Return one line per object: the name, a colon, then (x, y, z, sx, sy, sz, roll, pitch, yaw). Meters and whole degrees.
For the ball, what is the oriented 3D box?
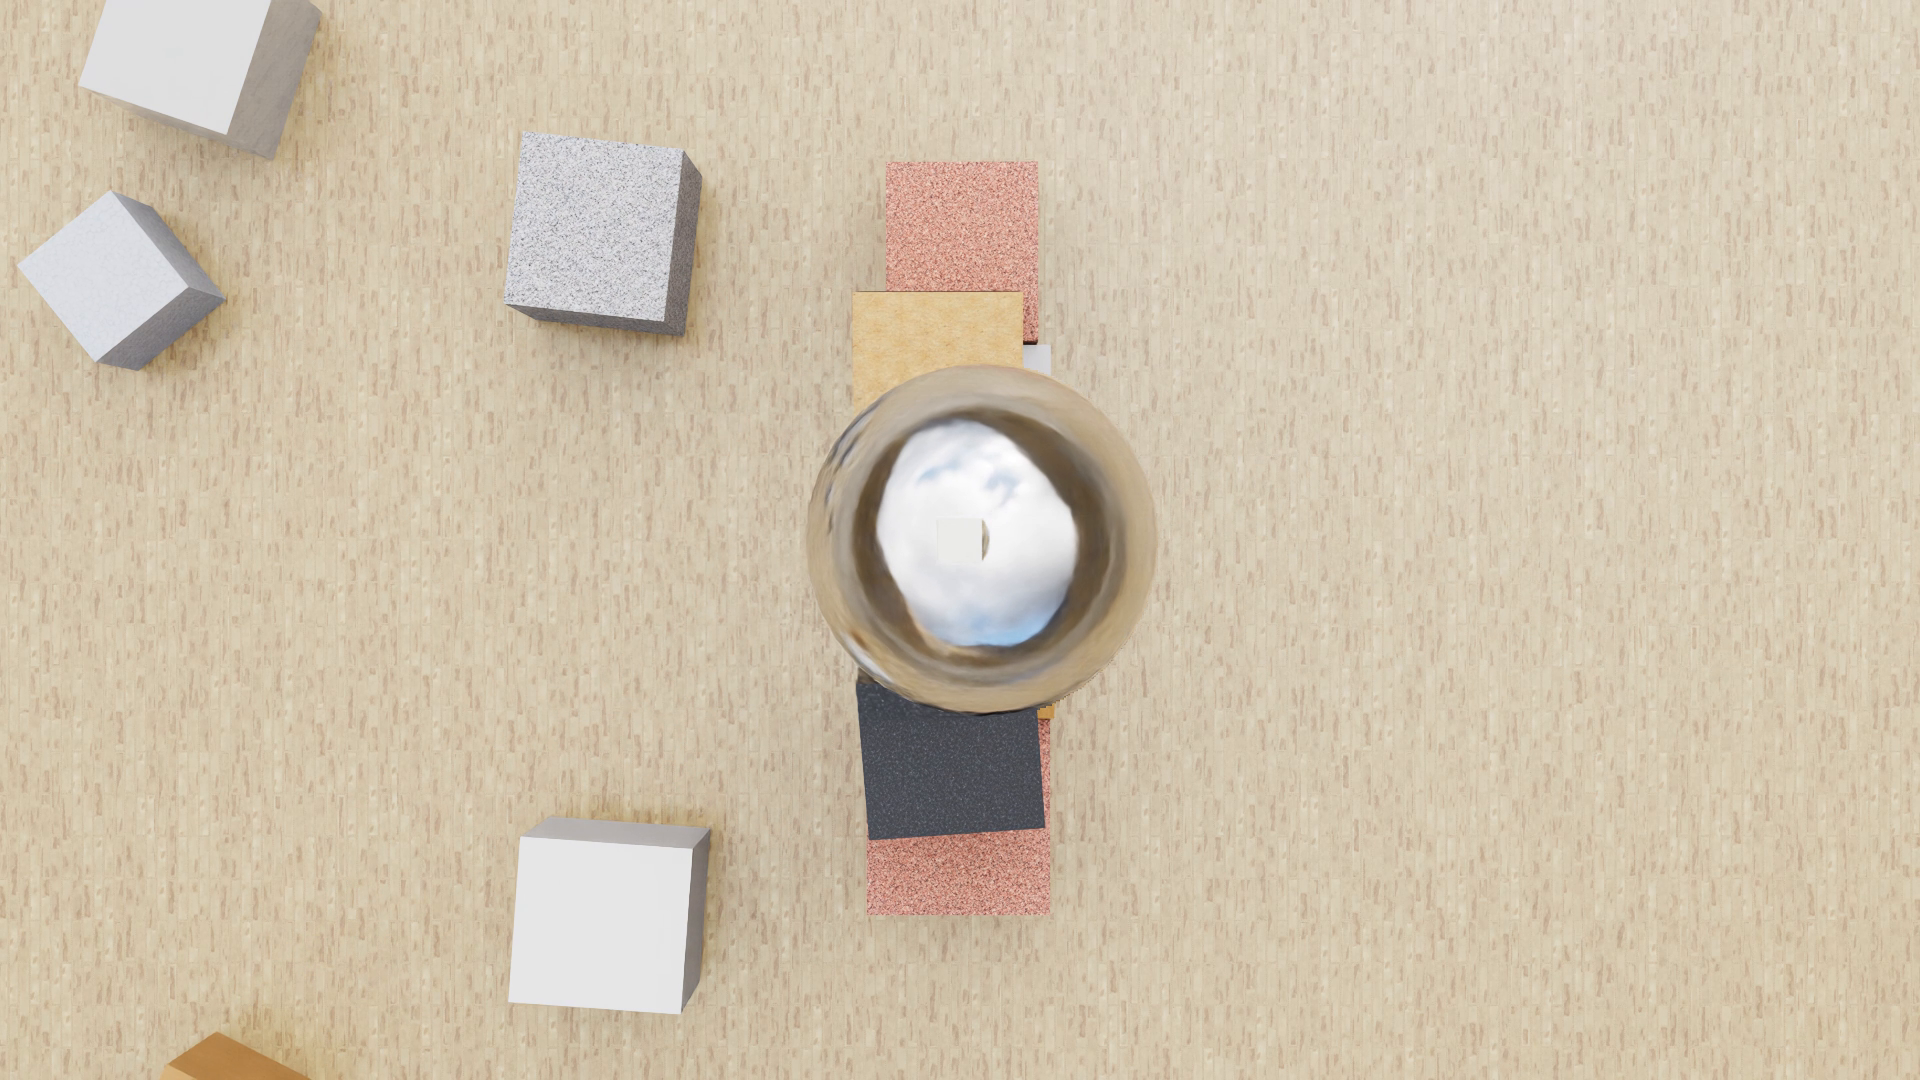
ball: (0.097, 0.000, 9.974, 1.600, 1.600, 1.600, 0, 90, 0)

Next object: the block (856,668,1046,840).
block: (-0.045, 1.005, 11.577, 0.901, 0.935, 0.823, -4, 101, 1)

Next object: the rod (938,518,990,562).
rod: (0.042, 0.000, 6.575, 0.080, 5.200, 0.080, 0, 90, 1)

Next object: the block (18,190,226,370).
block: (-4.816, -1.483, 12.676, 0.675, 0.649, 0.699, -39, 90, 0)

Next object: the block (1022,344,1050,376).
block: (-0.008, -0.603, 12.573, 1.018, 0.854, 0.950, 0, 90, 0)

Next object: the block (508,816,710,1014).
block: (-1.981, 2.124, 12.557, 0.951, 0.886, 0.913, 4, 90, 0)

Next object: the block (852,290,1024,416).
block: (-0.112, -0.851, 11.578, 0.857, 0.954, 0.909, 0, 97, 0)

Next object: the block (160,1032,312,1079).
block: (-4.230, 3.351, 12.591, 0.697, 0.819, 0.650, 27, 90, 0)

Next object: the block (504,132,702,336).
block: (-2.016, -1.725, 12.545, 0.887, 0.910, 0.953, 6, 90, 0)

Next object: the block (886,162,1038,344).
block: (0.012, -1.580, 12.515, 0.832, 0.970, 0.981, 0, 90, 0)

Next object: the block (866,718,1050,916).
block: (-0.008, 1.528, 12.561, 1.011, 0.878, 1.080, 0, 90, 0)

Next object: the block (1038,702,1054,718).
block: (0.005, 0.431, 12.524, 1.027, 0.952, 1.096, 0, 90, 0)

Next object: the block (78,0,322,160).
block: (-4.326, -2.819, 12.587, 0.865, 0.826, 0.926, 18, 90, 0)
